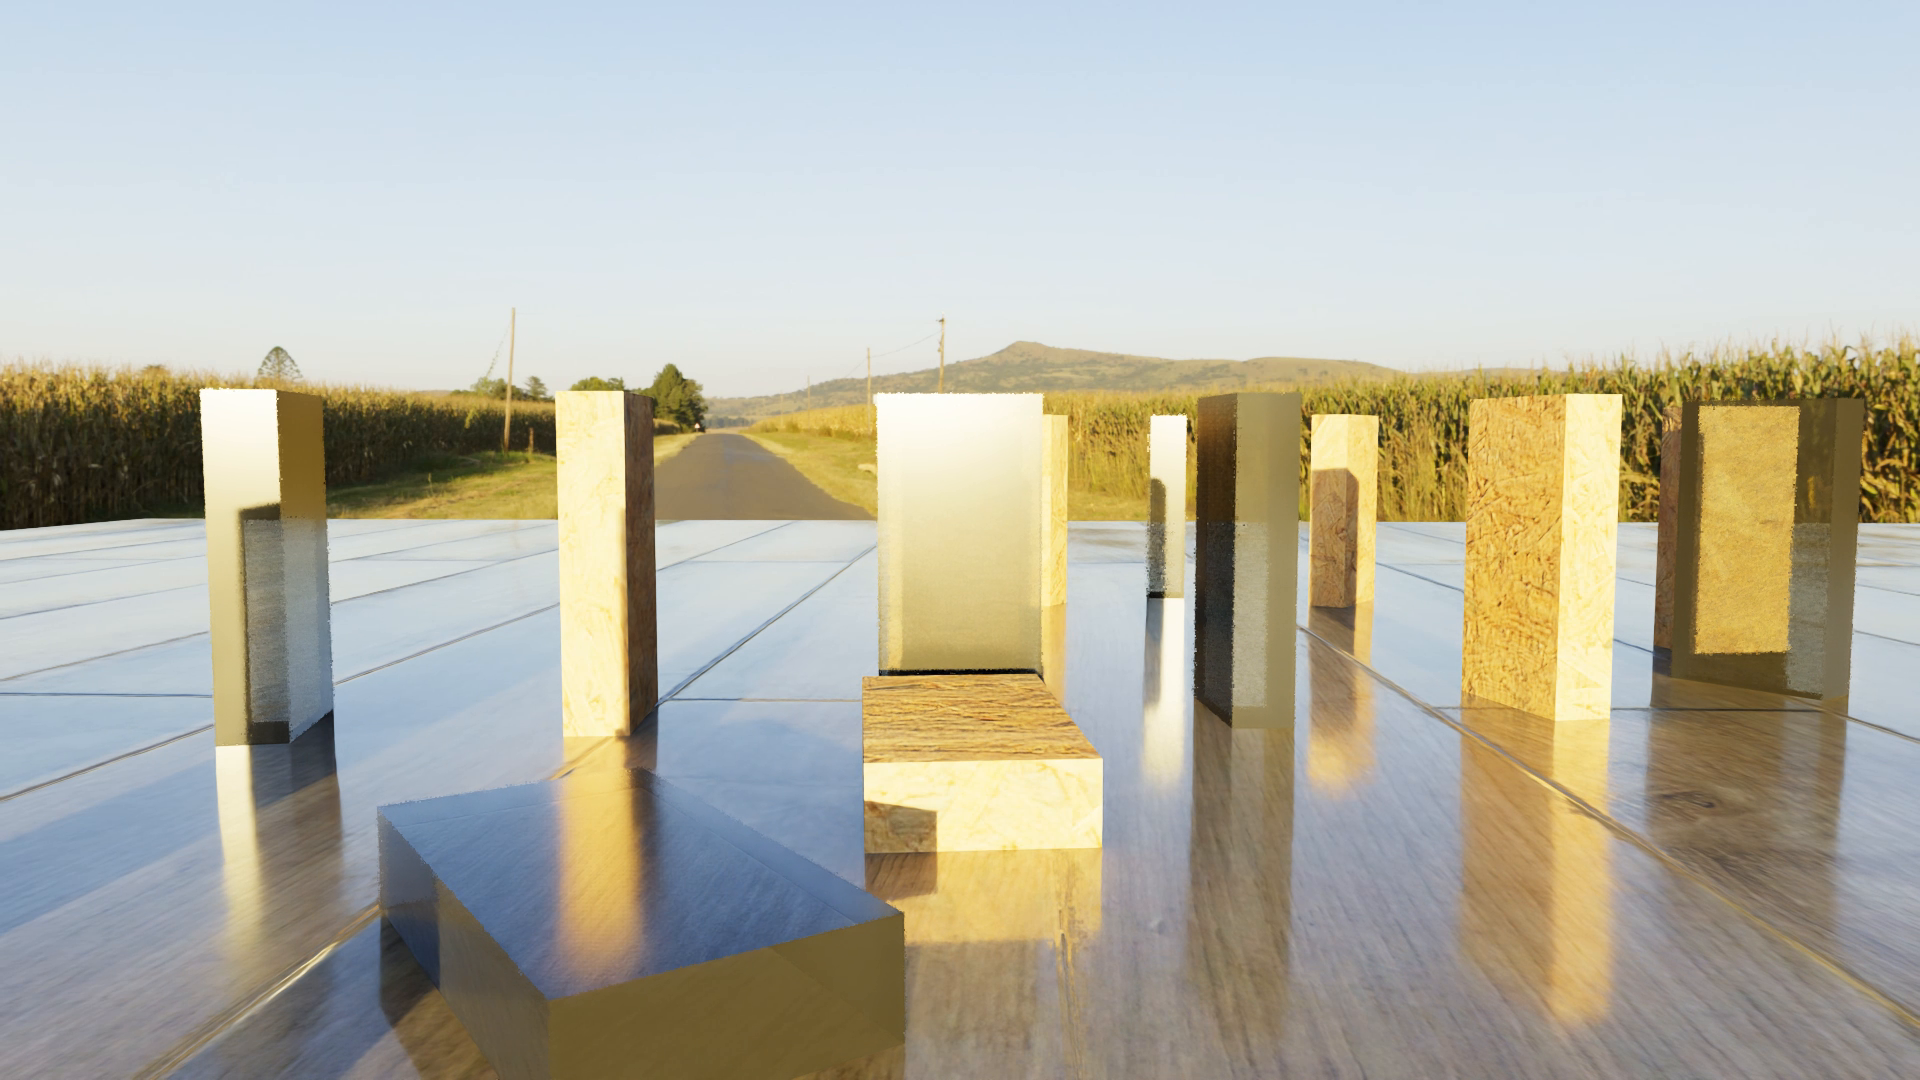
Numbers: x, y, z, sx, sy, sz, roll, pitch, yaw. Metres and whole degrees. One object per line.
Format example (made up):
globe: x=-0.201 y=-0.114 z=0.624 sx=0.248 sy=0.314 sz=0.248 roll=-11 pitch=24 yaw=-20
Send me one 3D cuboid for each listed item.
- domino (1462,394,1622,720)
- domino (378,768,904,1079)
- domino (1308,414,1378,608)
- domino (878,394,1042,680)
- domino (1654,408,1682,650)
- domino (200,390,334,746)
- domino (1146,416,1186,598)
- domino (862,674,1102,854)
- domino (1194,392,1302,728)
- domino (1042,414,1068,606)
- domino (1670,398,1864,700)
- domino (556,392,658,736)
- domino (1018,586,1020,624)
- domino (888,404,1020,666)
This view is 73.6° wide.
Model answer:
domino: x=0.094 y=0.002 z=0.209 sx=0.009 sy=0.050 sz=0.025 roll=-1 pitch=4 yaw=-11
domino: x=-0.029 y=0.030 z=0.104 sx=0.025 sy=0.010 sz=0.050 roll=-3 pitch=5 yaw=-35
domino: x=0.103 y=-0.008 z=0.344 sx=0.010 sy=0.050 sz=0.025 roll=3 pitch=5 yaw=35
domino: x=0.000 y=0.002 z=0.201 sx=0.025 sy=0.050 sz=0.009 roll=0 pitch=4 yaw=0
domino: x=0.160 y=-0.002 z=0.267 sx=0.025 sy=0.050 sz=0.009 roll=0 pitch=4 yaw=-6
domino: x=-0.103 y=0.003 z=0.192 sx=0.010 sy=0.050 sz=0.025 roll=-1 pitch=4 yaw=-13
domino: x=0.058 y=-0.010 z=0.364 sx=0.010 sy=0.050 sz=0.025 roll=1 pitch=4 yaw=7
domino: x=0.001 y=0.026 z=0.159 sx=0.025 sy=0.010 sz=0.050 roll=0 pitch=4 yaw=-5
domino: x=0.045 y=0.002 z=0.203 sx=0.010 sy=0.050 sz=0.025 roll=0 pitch=4 yaw=-3
domino: x=0.016 y=-0.008 z=0.346 sx=0.025 sy=0.050 sz=0.010 roll=3 pitch=5 yaw=31
domino: x=0.140 y=0.001 z=0.224 sx=0.010 sy=0.050 sz=0.025 roll=-3 pitch=5 yaw=-32
domino: x=-0.054 y=0.003 z=0.198 sx=0.009 sy=0.050 sz=0.025 roll=0 pitch=4 yaw=-4
domino: x=0.001 y=-0.005 z=0.299 sx=0.025 sy=0.050 sz=0.009 roll=1 pitch=4 yaw=9
domino: x=-0.001 y=-0.001 z=0.250 sx=0.025 sy=0.050 sz=0.009 roll=0 pitch=4 yaw=-1
